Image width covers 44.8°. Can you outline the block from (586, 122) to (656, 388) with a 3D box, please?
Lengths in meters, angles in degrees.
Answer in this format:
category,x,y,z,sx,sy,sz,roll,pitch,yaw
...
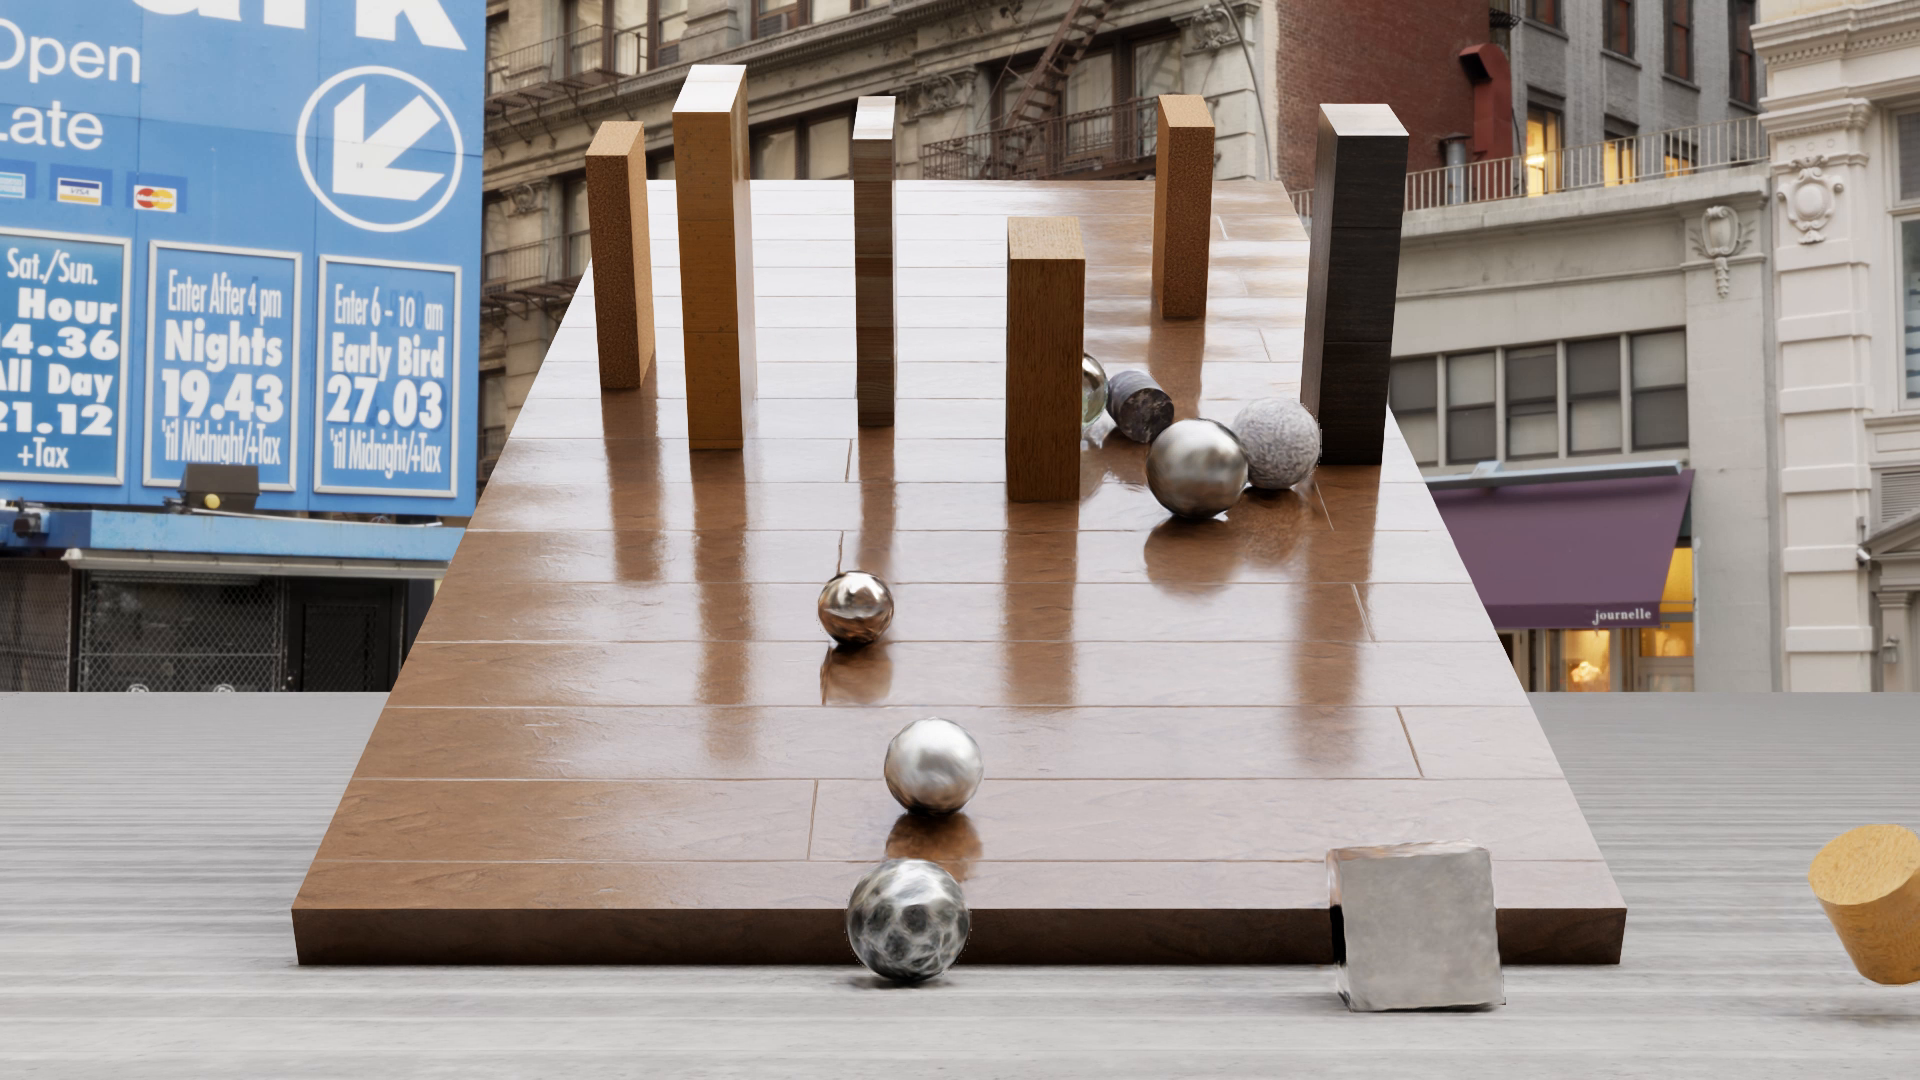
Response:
category,x,y,z,sx,sy,sz,roll,pitch,yaw
block,-0.800,-0.676,5.516,0.096,0.560,0.304,0,24,0

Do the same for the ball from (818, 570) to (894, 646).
category,x,y,z,sx,sy,sz,roll,pitch,yaw
ball,-0.190,0.125,4.260,0.140,0.140,0.140,0,-4,0

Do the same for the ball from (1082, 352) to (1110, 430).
category,x,y,z,sx,sy,sz,roll,pitch,yaw
ball,0.238,-0.333,5.211,0.191,0.191,0.191,0,-4,0

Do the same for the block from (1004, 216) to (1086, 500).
category,x,y,z,sx,sy,sz,roll,pitch,yaw
block,0.176,-0.385,4.919,0.150,0.526,0.296,0,24,0

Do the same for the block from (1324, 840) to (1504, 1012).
category,x,y,z,sx,sy,sz,roll,pitch,yaw
block,0.602,0.511,3.112,0.195,0.195,0.195,-4,-3,4

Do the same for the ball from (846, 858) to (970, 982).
category,x,y,z,sx,sy,sz,roll,pitch,yaw
ball,-0.074,0.540,3.316,0.176,0.176,0.176,0,-4,0

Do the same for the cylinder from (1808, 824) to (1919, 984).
category,x,y,z,sx,sy,sz,roll,pitch,yaw
cylinder,1.191,0.468,2.998,0.145,0.145,0.145,-29,22,13

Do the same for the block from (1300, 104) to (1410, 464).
category,x,y,z,sx,sy,sz,roll,pitch,yaw
block,0.845,-0.550,5.040,0.146,0.730,0.262,0,24,0

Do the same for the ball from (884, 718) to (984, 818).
category,x,y,z,sx,sy,sz,roll,pitch,yaw
ball,-0.042,0.362,3.715,0.159,0.159,0.159,0,-4,0

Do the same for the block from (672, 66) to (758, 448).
category,x,y,z,sx,sy,sz,roll,pitch,yaw
block,-0.539,-0.633,5.186,0.119,0.754,0.425,0,24,0

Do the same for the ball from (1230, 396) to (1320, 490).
category,x,y,z,sx,sy,sz,roll,pitch,yaw
ball,0.661,-0.204,4.921,0.197,0.197,0.197,0,-4,0

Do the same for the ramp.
category,x,y,z,sx,sy,sz,roll,pitch,yaw
ramp,-0.008,-0.229,5.332,2.000,0.100,4.000,0,24,0

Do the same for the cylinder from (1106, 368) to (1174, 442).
category,x,y,z,sx,sy,sz,roll,pitch,yaw
cylinder,0.399,-0.303,5.221,0.128,0.128,0.128,1,24,-14

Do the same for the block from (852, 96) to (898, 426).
category,x,y,z,sx,sy,sz,roll,pitch,yaw
block,-0.190,-0.638,5.313,0.084,0.660,0.377,0,24,0

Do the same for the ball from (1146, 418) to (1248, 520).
category,x,y,z,sx,sy,sz,roll,pitch,yaw
ball,0.486,-0.146,4.778,0.209,0.209,0.209,0,-4,0

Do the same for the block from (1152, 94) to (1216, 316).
category,x,y,z,sx,sy,sz,roll,pitch,yaw
block,0.573,-0.865,6.018,0.113,0.495,0.331,0,24,0
